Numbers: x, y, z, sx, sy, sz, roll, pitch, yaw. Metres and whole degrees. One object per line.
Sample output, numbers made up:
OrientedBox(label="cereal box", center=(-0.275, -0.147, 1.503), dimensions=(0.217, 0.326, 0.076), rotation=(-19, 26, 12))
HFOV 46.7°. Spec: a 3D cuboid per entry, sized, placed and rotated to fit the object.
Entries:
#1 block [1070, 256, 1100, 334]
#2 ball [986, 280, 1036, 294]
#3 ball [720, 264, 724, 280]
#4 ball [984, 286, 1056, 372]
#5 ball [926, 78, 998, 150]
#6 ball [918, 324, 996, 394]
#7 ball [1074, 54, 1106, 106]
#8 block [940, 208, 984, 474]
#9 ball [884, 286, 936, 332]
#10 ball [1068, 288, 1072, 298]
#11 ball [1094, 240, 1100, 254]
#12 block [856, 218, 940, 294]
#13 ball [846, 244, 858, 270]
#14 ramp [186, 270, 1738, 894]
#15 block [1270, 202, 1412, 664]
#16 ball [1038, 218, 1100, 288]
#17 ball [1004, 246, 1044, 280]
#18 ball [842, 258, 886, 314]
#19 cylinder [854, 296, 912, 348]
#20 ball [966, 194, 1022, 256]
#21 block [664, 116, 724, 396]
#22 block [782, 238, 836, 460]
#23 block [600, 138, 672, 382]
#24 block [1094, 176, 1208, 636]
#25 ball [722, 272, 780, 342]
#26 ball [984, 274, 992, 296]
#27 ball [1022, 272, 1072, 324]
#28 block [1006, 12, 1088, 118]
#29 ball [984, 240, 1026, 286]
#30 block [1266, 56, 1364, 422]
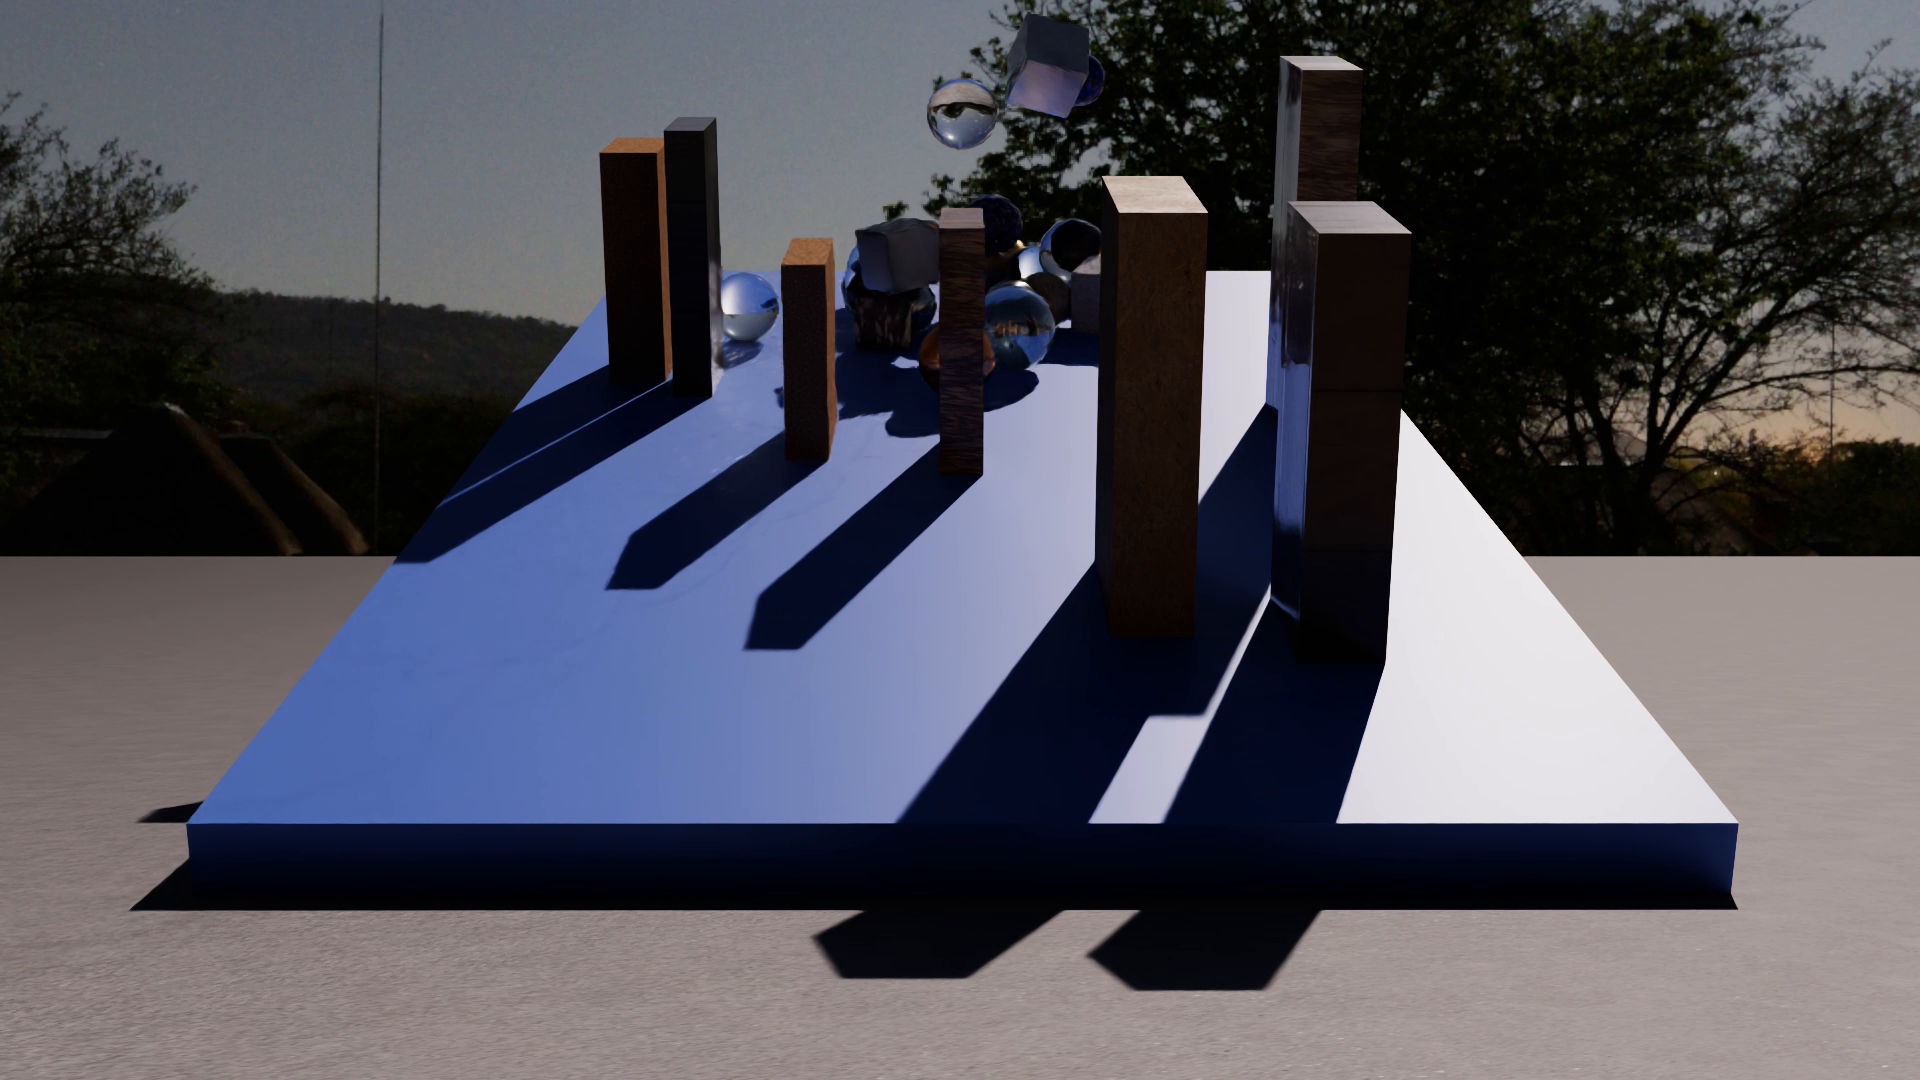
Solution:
OrientedBox(label="block", center=(0.391, -0.638, 5.821), dimensions=(0.162, 0.162, 0.162), rotation=(7, 24, 17))
OrientedBox(label="ball", center=(0.133, -0.594, 5.724), dimensions=(0.153, 0.153, 0.153), rotation=(0, 0, 0))
OrientedBox(label="ball", center=(-0.735, -0.724, 6.111), dimensions=(0.172, 0.172, 0.172), rotation=(0, 0, 0))
OrientedBox(label="ball", center=(0.128, -0.511, 5.365), dimensions=(0.206, 0.206, 0.206), rotation=(0, 0, 0))
OrientedBox(label="ball", center=(0.006, -1.167, 6.086), dimensions=(0.194, 0.194, 0.194), rotation=(0, 0, 0))
OrientedBox(label="ball", center=(-0.008, -0.416, 5.105), dimensions=(0.177, 0.177, 0.177), rotation=(0, 0, 0))
OrientedBox(label="ball", center=(0.349, -1.356, 6.541), dimensions=(0.157, 0.157, 0.157), rotation=(0, 0, 0))
OrientedBox(label="block", center=(0.003, -0.410, 4.537), dimensions=(0.087, 0.498, 0.274), rotation=(0, 17, 0))
OrientedBox(label="ball", center=(-0.132, -0.611, 5.801), dimensions=(0.140, 0.140, 0.140), rotation=(0, 0, 0))
OrientedBox(label="ball", center=(0.306, -0.771, 6.254), dimensions=(0.181, 0.181, 0.181), rotation=(0, 0, 0))
OrientedBox(label="ball", center=(0.457, -0.826, 6.494), dimensions=(0.146, 0.146, 0.146), rotation=(0, 0, 0))
OrientedBox(label="block", center=(-0.152, -0.725, 5.661), dimensions=(0.153, 0.153, 0.153), rotation=(-18, 21, -30))
OrientedBox(label="ball", center=(-0.218, -0.752, 6.169), dimensions=(0.193, 0.193, 0.193), rotation=(0, 0, 0))
OrientedBox(label="ramp", center=(-0.003, -0.175, 4.789), dimensions=(2.000, 0.100, 4.000), rotation=(0, 17, 0))
OrientedBox(label="block", center=(0.590, -0.174, 3.486), dimensions=(0.136, 0.666, 0.313), rotation=(0, 17, 0))
OrientedBox(label="ball", center=(0.305, -0.770, 5.973), dimensions=(0.187, 0.187, 0.187), rotation=(0, 0, 0))
OrientedBox(label="ball", center=(0.207, -0.724, 6.116), dimensions=(0.171, 0.171, 0.171), rotation=(0, 0, 0))
OrientedBox(label="ball", center=(-0.226, -0.671, 5.927), dimensions=(0.181, 0.181, 0.181), rotation=(0, 0, 0))
OrientedBox(label="cylinder", center=(-0.195, -0.551, 5.620), dimensions=(0.130, 0.130, 0.130), rotation=(1, 0, 5))
OrientedBox(label="ball", center=(0.087, -0.860, 6.066), dimensions=(0.167, 0.167, 0.167), rotation=(0, 0, 0))
OrientedBox(label="block", center=(-0.616, -0.660, 5.164), dimensions=(0.090, 0.607, 0.271), rotation=(0, 17, 0))
OrientedBox(label="block", center=(-0.316, -0.407, 4.681), dimensions=(0.089, 0.407, 0.324), rotation=(0, 17, 0))
OrientedBox(label="block", center=(-0.765, -0.676, 5.333), dimensions=(0.132, 0.538, 0.289), rotation=(0, 17, 0))
OrientedBox(label="block", center=(0.306, -0.228, 3.641), dimensions=(0.134, 0.678, 0.400), rotation=(0, 17, 0))
OrientedBox(label="ball", center=(-0.550, -0.594, 5.681), dimensions=(0.177, 0.177, 0.177), rotation=(0, 0, 0))
OrientedBox(label="ball", center=(0.016, -0.664, 5.975), dimensions=(0.140, 0.140, 0.140), rotation=(0, 0, 0))
OrientedBox(label="ball", center=(0.217, -0.630, 5.844), dimensions=(0.149, 0.149, 0.149), rotation=(0, 0, 0))
OrientedBox(label="block", center=(0.246, -1.337, 6.270), dimensions=(0.182, 0.182, 0.182), rotation=(11, -34, -13))
OrientedBox(label="ball", center=(0.106, -0.779, 6.279), dimensions=(0.182, 0.182, 0.182), rotation=(0, 0, 0))
OrientedBox(label="block", center=(0.760, -0.636, 4.805), dimensions=(0.124, 0.775, 0.327), rotation=(0, 17, 0))
